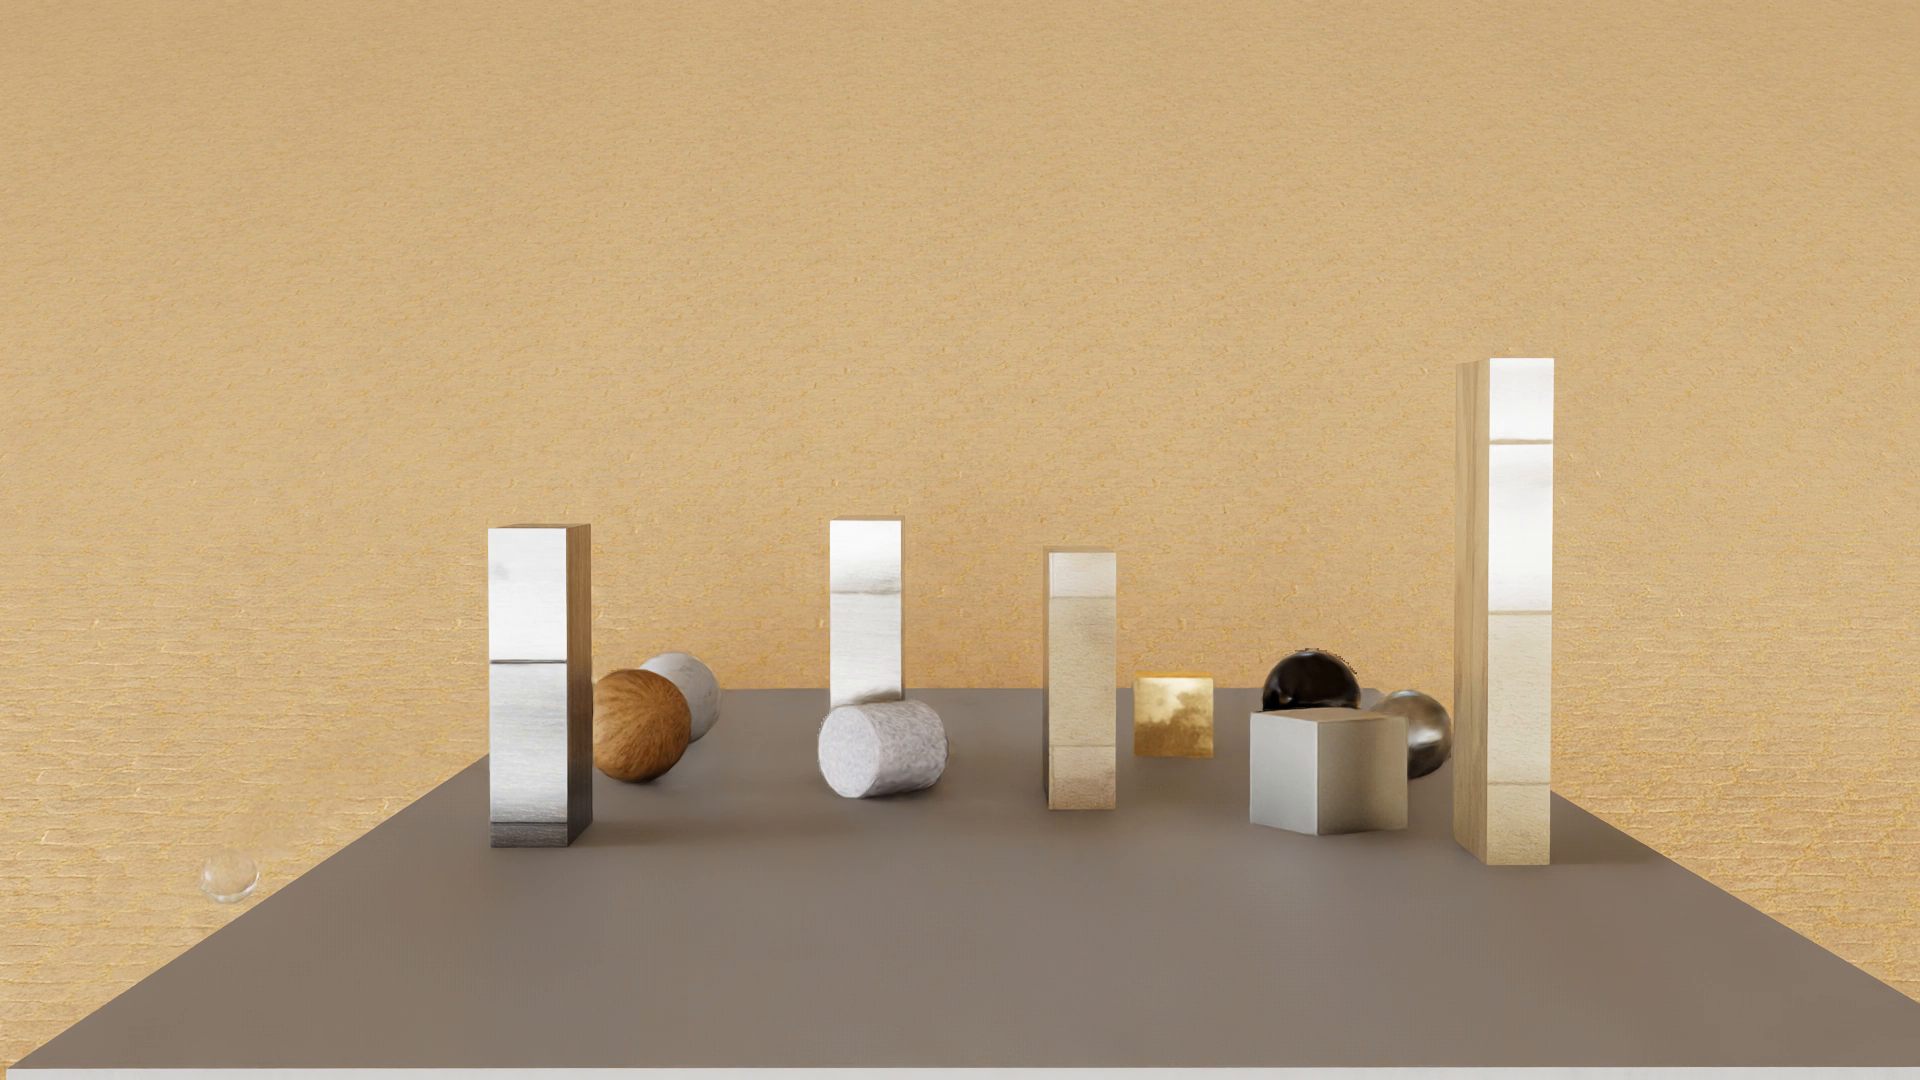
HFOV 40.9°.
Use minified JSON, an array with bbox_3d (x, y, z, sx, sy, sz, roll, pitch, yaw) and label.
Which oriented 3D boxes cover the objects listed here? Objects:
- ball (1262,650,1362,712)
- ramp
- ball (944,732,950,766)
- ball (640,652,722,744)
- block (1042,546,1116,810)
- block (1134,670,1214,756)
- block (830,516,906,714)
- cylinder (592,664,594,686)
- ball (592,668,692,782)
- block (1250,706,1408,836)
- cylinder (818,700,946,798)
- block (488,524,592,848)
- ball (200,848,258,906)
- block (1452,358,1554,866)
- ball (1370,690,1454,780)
[{"bbox_3d":[0.714,0.324,5.232,0.200,0.200,0.200,0,24,0],"label":"ball"},{"bbox_3d":[0.055,0.499,4.546,2.000,0.100,4.000,0,2,0],"label":"ramp"},{"bbox_3d":[-0.080,0.382,4.713,0.123,0.123,0.123,0,24,0],"label":"ball"},{"bbox_3d":[-0.586,0.326,5.275,0.193,0.193,0.193,0,24,0],"label":"ball"},{"bbox_3d":[0.207,0.233,4.511,0.112,0.434,0.320,0,2,0],"label":"block"},{"bbox_3d":[0.427,0.348,5.179,0.156,0.156,0.156,0,2,3],"label":"block"},{"bbox_3d":[-0.175,0.196,4.957,0.130,0.477,0.395,0,2,0],"label":"block"},{"bbox_3d":[-0.899,0.332,5.749,0.148,0.148,0.148,-1,23,-14],"label":"cylinder"},{"bbox_3d":[-0.596,0.339,4.712,0.209,0.209,0.209,0,24,0],"label":"ball"},{"bbox_3d":[0.597,0.372,4.180,0.180,0.180,0.180,-1,2,-29],"label":"block"},{"bbox_3d":[-0.137,0.369,4.552,0.160,0.160,0.160,-2,19,-44],"label":"cylinder"},{"bbox_3d":[-0.661,0.222,4.075,0.118,0.489,0.272,0,2,0],"label":"block"},{"bbox_3d":[-1.518,0.699,5.348,0.118,0.118,0.118,0,24,0],"label":"ball"},{"bbox_3d":[0.818,0.102,3.892,0.092,0.741,0.258,0,2,0],"label":"block"},{"bbox_3d":[0.828,0.359,4.755,0.164,0.164,0.164,0,24,0],"label":"ball"}]
